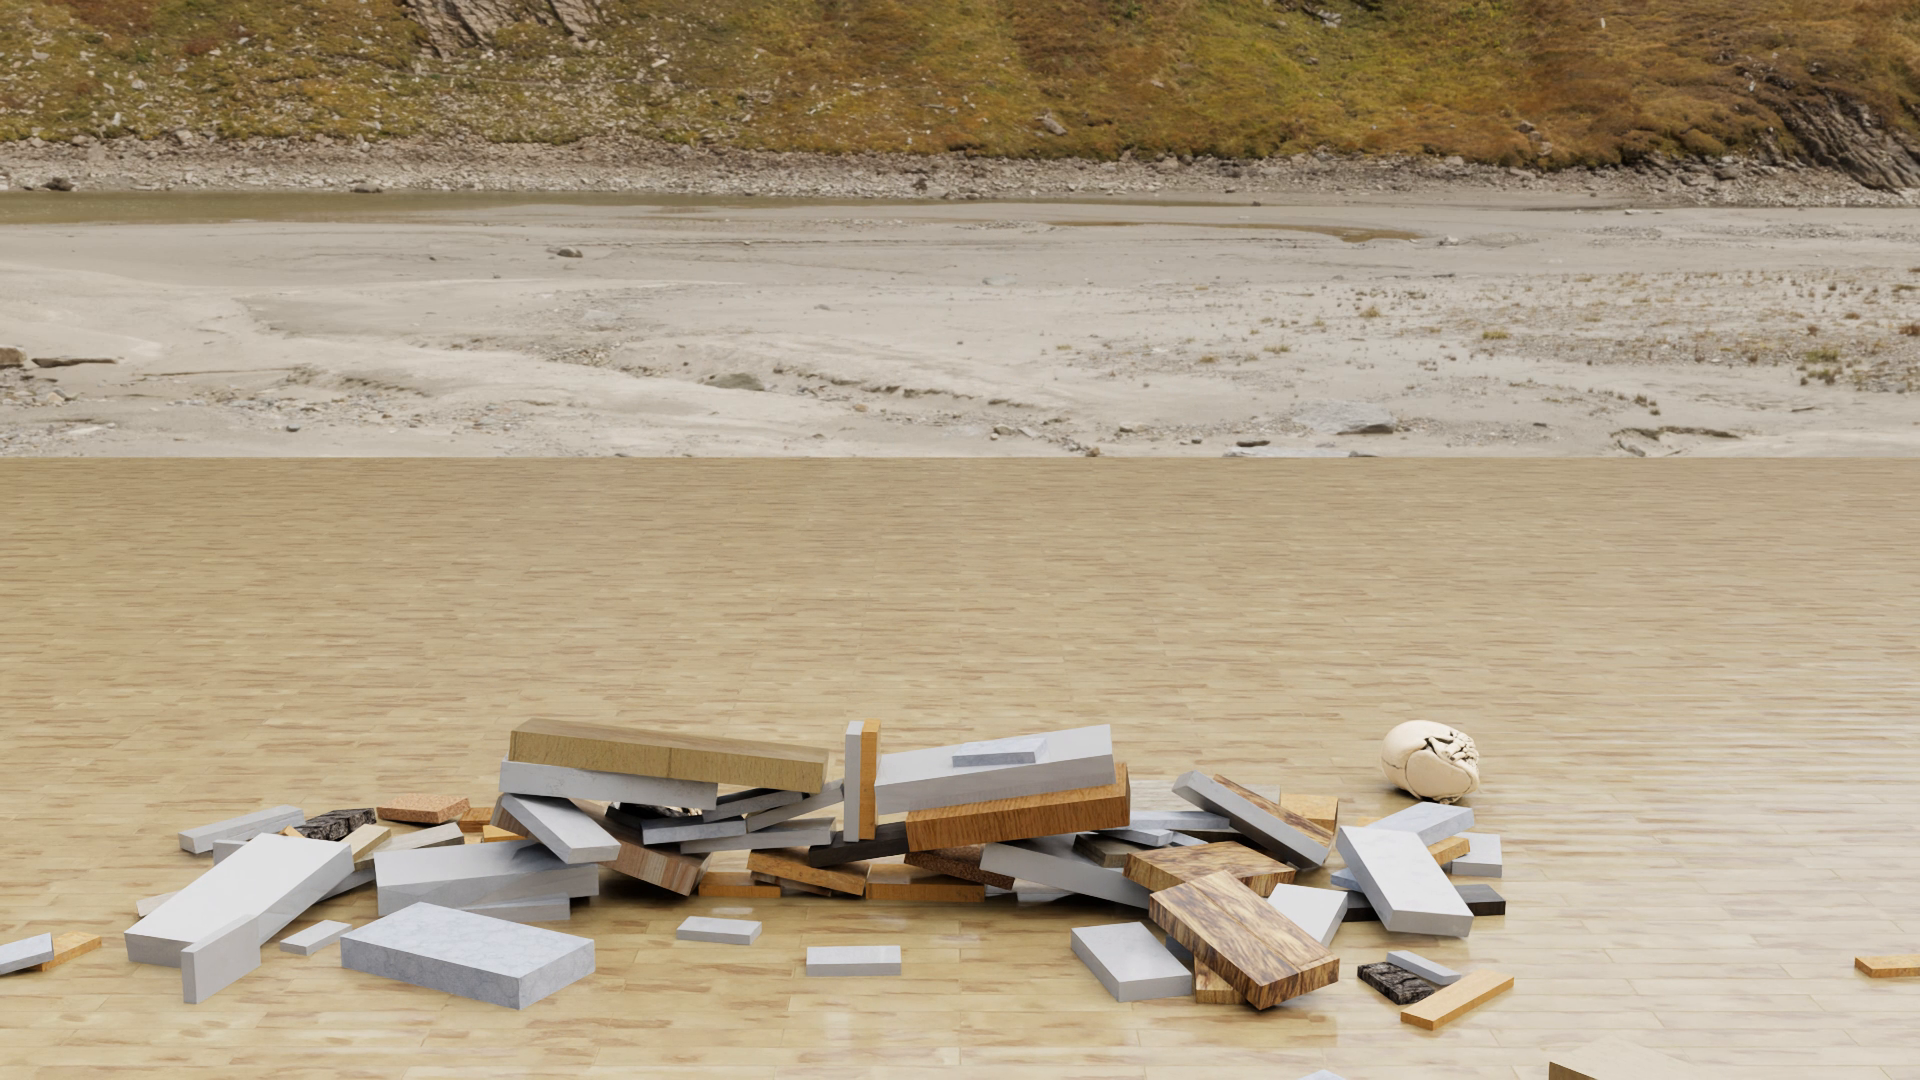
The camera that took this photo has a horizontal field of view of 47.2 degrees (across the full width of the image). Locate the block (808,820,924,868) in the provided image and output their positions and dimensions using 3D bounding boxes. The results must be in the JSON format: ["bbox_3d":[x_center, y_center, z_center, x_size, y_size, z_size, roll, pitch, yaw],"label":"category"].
[{"bbox_3d":[-0.149,0.503,3.660,0.196,0.028,0.098,-9,9,3],"label":"block"}]

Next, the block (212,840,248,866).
[{"bbox_3d":[-1.228,0.544,3.769,0.106,0.053,0.015,2,11,12],"label":"block"}]

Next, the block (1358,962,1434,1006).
[{"bbox_3d":[0.646,0.657,3.263,0.060,0.017,0.120,-4,11,-19],"label":"block"}]

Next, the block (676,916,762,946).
[{"bbox_3d":[-0.380,0.617,3.475,0.121,0.017,0.060,2,11,12],"label":"block"}]

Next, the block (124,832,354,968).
[{"bbox_3d":[-1.137,0.572,3.490,0.174,0.049,0.347,4,20,19],"label":"block"}]

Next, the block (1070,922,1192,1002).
[{"bbox_3d":[0.257,0.637,3.329,0.113,0.032,0.227,-3,11,-15],"label":"block"}]

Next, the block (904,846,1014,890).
[{"bbox_3d":[0.004,0.537,3.680,0.184,0.026,0.092,14,11,5],"label":"block"}]

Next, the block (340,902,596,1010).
[{"bbox_3d":[-0.747,0.627,3.335,0.348,0.049,0.174,6,12,28],"label":"block"}]

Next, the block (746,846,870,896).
[{"bbox_3d":[-0.252,0.544,3.673,0.196,0.028,0.098,13,9,0],"label":"block"}]

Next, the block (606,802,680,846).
[{"bbox_3d":[-0.525,0.478,3.724,0.137,0.019,0.068,20,4,9],"label":"block"}]

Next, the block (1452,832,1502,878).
[{"bbox_3d":[0.900,0.548,3.833,0.083,0.024,0.167,2,11,12],"label":"block"}]

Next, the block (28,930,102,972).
[{"bbox_3d":[-1.390,0.633,3.390,0.059,0.017,0.118,5,11,24],"label":"block"}]

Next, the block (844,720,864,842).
[{"bbox_3d":[-0.176,0.400,3.654,0.026,0.182,0.091,2,9,1],"label":"block"}]

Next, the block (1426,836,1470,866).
[{"bbox_3d":[0.789,0.543,3.777,0.166,0.023,0.083,-15,10,-35],"label":"block"}]

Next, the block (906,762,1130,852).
[{"bbox_3d":[0.098,0.435,3.588,0.355,0.050,0.177,-8,11,6],"label":"block"}]

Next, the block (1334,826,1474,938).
[{"bbox_3d":[0.716,0.550,3.563,0.135,0.038,0.271,6,20,-12],"label":"block"}]

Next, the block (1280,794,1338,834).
[{"bbox_3d":[0.546,0.502,4.033,0.283,0.040,0.142,2,11,12],"label":"block"}]

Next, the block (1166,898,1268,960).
[{"bbox_3d":[0.413,0.611,3.469,0.113,0.032,0.227,4,11,23],"label":"block"}]

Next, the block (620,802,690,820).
[{"bbox_3d":[-0.517,0.462,3.723,0.118,0.017,0.059,19,4,-9],"label":"block"}]

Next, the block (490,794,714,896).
[{"bbox_3d":[-0.594,0.495,3.674,0.347,0.049,0.174,20,4,2],"label":"block"}]

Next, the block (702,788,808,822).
[{"bbox_3d":[-0.340,0.432,3.652,0.167,0.024,0.084,-13,4,3],"label":"block"}]

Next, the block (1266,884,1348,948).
[{"bbox_3d":[0.523,0.605,3.434,0.113,0.032,0.227,4,18,22],"label":"block"}]

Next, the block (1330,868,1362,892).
[{"bbox_3d":[0.679,0.565,3.626,0.120,0.017,0.060,10,14,42],"label":"block"}]

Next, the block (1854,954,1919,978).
[{"bbox_3d":[1.416,0.645,3.331,0.101,0.014,0.050,-1,11,-6],"label":"block"}]

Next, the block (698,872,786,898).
[{"bbox_3d":[-0.364,0.577,3.684,0.137,0.019,0.068,1,11,4],"label":"block"}]

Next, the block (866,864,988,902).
[{"bbox_3d":[-0.054,0.574,3.681,0.196,0.028,0.098,1,11,4],"label":"block"}]

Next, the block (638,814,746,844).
[{"bbox_3d":[-0.443,0.476,3.640,0.167,0.024,0.084,-4,5,-13],"label":"block"}]

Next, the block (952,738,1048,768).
[{"bbox_3d":[0.066,0.349,3.606,0.142,0.020,0.071,-5,11,20],"label":"block"}]

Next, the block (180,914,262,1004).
[{"bbox_3d":[-1.099,0.623,3.274,0.023,0.080,0.159,3,11,16],"label":"block"}]

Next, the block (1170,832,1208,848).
[{"bbox_3d":[0.361,0.526,3.738,0.065,0.018,0.130,20,-25,-15],"label":"block"}]

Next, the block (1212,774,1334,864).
[{"bbox_3d":[0.536,0.481,3.794,0.223,0.032,0.112,26,-15,18],"label":"block"}]

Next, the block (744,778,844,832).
[{"bbox_3d":[-0.272,0.442,3.669,0.167,0.024,0.084,-19,4,3],"label":"block"}]

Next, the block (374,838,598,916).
[{"bbox_3d":[-0.780,0.548,3.613,0.347,0.049,0.174,-3,11,-16],"label":"block"}]

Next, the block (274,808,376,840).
[{"bbox_3d":[-1.148,0.520,3.923,0.098,0.028,0.196,-6,6,29],"label":"block"}]

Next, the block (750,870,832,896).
[{"bbox_3d":[-0.278,0.561,3.678,0.137,0.019,0.068,13,9,0],"label":"block"}]

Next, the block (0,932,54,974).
[{"bbox_3d":[-1.436,0.631,3.327,0.118,0.017,0.059,-14,23,-20],"label":"block"}]
